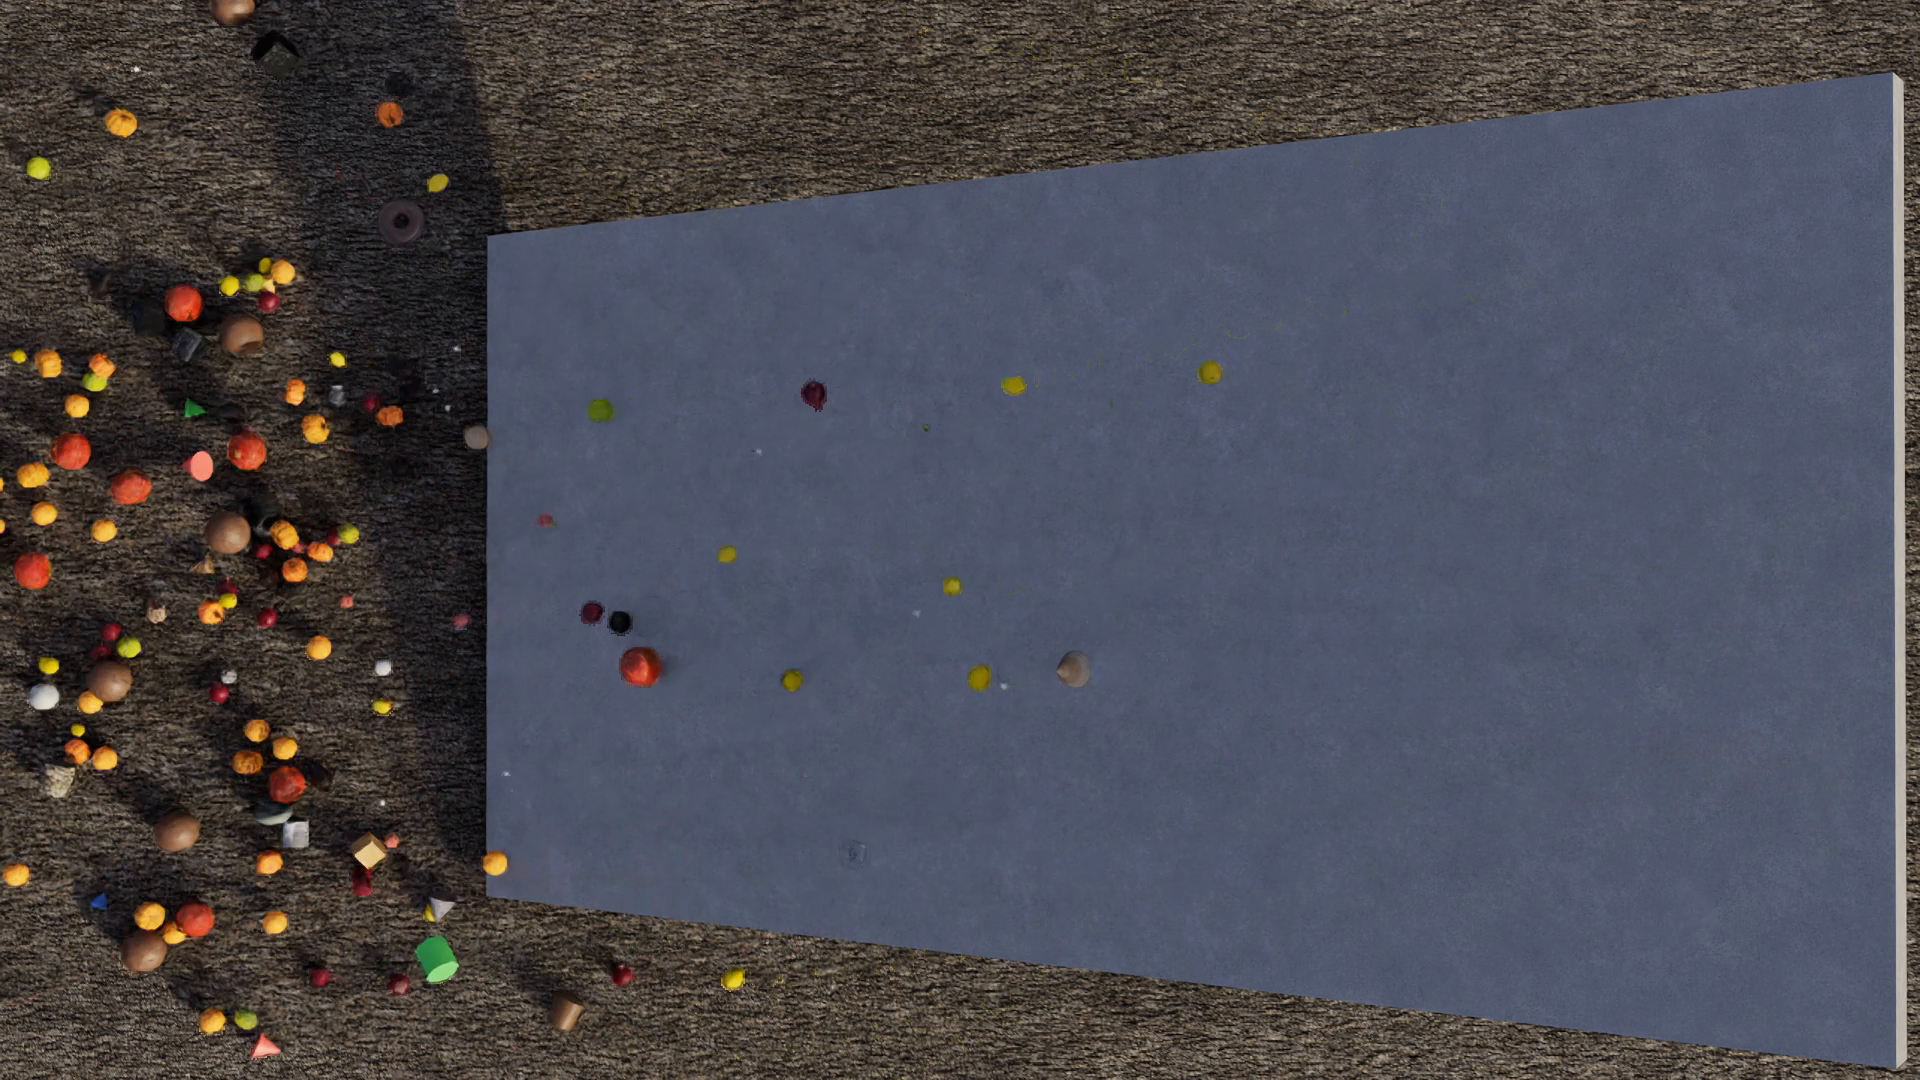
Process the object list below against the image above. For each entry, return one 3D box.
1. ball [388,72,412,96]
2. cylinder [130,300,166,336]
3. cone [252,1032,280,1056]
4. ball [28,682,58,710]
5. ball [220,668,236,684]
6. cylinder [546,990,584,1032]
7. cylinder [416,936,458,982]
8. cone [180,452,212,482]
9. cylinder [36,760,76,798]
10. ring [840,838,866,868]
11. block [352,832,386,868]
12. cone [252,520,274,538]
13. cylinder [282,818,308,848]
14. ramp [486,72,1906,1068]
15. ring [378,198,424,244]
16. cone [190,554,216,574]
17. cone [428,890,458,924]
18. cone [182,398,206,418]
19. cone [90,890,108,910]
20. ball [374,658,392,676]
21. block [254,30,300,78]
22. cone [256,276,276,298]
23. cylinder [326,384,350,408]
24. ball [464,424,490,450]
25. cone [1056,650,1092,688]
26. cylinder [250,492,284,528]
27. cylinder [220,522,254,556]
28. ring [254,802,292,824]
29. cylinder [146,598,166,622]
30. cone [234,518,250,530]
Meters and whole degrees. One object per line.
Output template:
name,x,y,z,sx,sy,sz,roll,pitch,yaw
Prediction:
ball,-1.712,-1.392,6.719,0.070,0.070,0.070,0,90,0
cylinder,-2.471,-0.675,6.698,0.091,0.091,0.091,-9,84,0
cone,-2.107,1.549,6.706,0.077,0.077,0.077,22,90,-17
ball,-2.791,0.477,6.697,0.085,0.085,0.085,0,90,0
ball,-2.234,0.416,6.715,0.050,0.050,0.050,0,90,0
cylinder,-1.202,1.433,6.688,0.088,0.088,0.088,28,90,0
cylinder,-1.505,1.205,6.328,0.093,0.093,0.093,-35,61,0
cone,-2.352,-0.225,6.725,0.091,0.091,0.091,0,89,27
cylinder,-2.749,0.725,6.689,0.094,0.094,0.094,15,90,0
ring,-0.285,0.836,5.860,0.078,0.026,0.078,0,90,33
block,-1.798,0.943,6.688,0.068,0.068,0.068,-38,120,-2
cone,-2.137,-0.040,6.711,0.067,0.067,0.067,0,90,0
cylinder,-2.023,0.892,6.692,0.077,0.077,0.077,-1,92,0
ramp,0.250,0.069,5.579,4.000,0.100,2.000,0,89,34
ring,-1.709,-0.974,6.728,0.141,0.047,0.141,0,90,-1
cone,-2.316,0.085,6.701,0.070,0.070,0.070,-23,90,-15
cone,-1.583,1.127,6.689,0.092,0.092,0.092,15,95,0
cone,-2.337,-0.398,6.732,0.066,0.066,0.066,12,89,-27
cone,-2.623,1.095,6.722,0.054,0.054,0.054,15,64,0
ball,-1.763,0.388,6.715,0.051,0.051,0.051,0,90,0
block,-2.069,-1.471,6.655,0.087,0.087,0.087,-43,134,10
cone,-2.115,-0.767,6.736,0.063,0.063,0.063,-30,116,0
cylinder,-1.896,-0.438,6.703,0.054,0.054,0.054,21,102,0
ball,-1.454,-0.310,6.631,0.078,0.078,0.078,0,90,0
cone,0.262,0.323,5.451,0.094,0.094,0.094,0,89,34
cylinder,-2.109,-0.092,6.693,0.080,0.080,0.080,-28,73,0
cylinder,-2.201,-0.002,6.692,0.073,0.073,0.073,-35,131,0
ring,-2.086,0.829,6.680,0.115,0.115,0.038,2,108,0
cylinder,-2.449,0.213,6.697,0.056,0.056,0.056,14,128,0
cone,-2.198,-0.035,6.730,0.050,0.050,0.050,7,112,0
